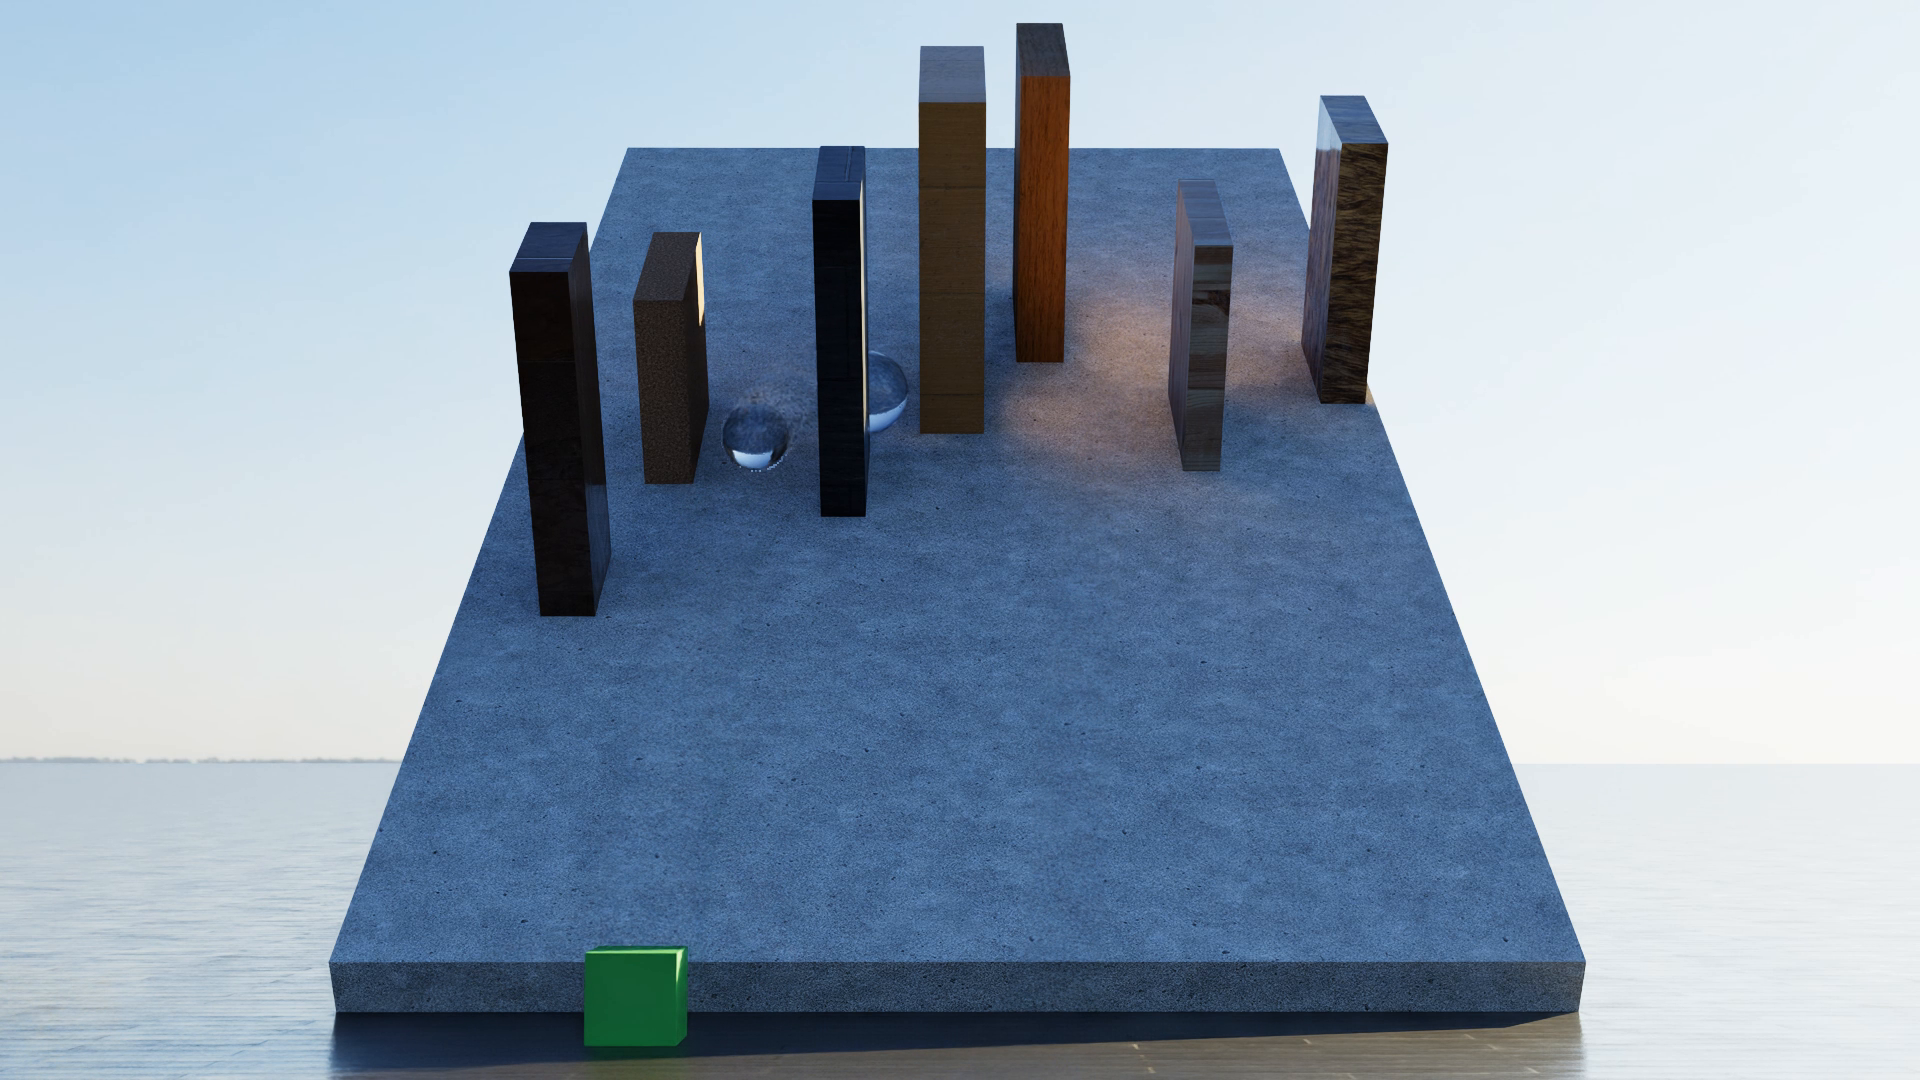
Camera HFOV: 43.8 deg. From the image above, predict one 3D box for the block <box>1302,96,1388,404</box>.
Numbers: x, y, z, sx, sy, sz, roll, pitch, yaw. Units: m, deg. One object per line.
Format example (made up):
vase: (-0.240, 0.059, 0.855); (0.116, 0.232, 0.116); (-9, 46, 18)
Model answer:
block: (0.911, -0.692, 5.678); (0.106, 0.644, 0.356); (0, 28, 0)

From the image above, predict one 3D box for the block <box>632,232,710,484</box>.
block: (-0.645, -0.413, 5.364); (0.107, 0.438, 0.410); (0, 28, 0)

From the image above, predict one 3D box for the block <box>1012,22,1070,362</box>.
block: (0.198, -0.863, 5.911); (0.116, 0.724, 0.449); (0, 28, 0)

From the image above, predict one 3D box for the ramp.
ramp: (-0.011, -0.223, 5.582); (2.000, 0.100, 4.000); (0, 28, 0)

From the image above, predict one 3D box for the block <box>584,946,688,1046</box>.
block: (-0.468, 0.658, 3.453); (0.131, 0.131, 0.131); (0, -5, 0)

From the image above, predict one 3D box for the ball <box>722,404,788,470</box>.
ball: (-0.457, -0.231, 5.330); (0.149, 0.149, 0.149); (0, -5, 0)

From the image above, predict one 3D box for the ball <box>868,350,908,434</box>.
ball: (-0.216, -0.340, 5.489); (0.194, 0.194, 0.194); (0, -5, 0)

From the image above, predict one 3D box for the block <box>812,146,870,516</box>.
block: (-0.252, -0.448, 5.130); (0.096, 0.720, 0.339); (0, 28, 0)

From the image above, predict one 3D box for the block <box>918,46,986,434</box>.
block: (-0.018, -0.695, 5.522); (0.147, 0.791, 0.426); (0, 28, 0)

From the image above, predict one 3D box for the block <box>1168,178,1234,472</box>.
block: (0.542, -0.492, 5.411); (0.082, 0.538, 0.424); (0, 28, 0)

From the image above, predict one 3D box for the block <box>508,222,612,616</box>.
block: (-0.783, -0.234, 4.707); (0.109, 0.735, 0.263); (0, 28, 0)
